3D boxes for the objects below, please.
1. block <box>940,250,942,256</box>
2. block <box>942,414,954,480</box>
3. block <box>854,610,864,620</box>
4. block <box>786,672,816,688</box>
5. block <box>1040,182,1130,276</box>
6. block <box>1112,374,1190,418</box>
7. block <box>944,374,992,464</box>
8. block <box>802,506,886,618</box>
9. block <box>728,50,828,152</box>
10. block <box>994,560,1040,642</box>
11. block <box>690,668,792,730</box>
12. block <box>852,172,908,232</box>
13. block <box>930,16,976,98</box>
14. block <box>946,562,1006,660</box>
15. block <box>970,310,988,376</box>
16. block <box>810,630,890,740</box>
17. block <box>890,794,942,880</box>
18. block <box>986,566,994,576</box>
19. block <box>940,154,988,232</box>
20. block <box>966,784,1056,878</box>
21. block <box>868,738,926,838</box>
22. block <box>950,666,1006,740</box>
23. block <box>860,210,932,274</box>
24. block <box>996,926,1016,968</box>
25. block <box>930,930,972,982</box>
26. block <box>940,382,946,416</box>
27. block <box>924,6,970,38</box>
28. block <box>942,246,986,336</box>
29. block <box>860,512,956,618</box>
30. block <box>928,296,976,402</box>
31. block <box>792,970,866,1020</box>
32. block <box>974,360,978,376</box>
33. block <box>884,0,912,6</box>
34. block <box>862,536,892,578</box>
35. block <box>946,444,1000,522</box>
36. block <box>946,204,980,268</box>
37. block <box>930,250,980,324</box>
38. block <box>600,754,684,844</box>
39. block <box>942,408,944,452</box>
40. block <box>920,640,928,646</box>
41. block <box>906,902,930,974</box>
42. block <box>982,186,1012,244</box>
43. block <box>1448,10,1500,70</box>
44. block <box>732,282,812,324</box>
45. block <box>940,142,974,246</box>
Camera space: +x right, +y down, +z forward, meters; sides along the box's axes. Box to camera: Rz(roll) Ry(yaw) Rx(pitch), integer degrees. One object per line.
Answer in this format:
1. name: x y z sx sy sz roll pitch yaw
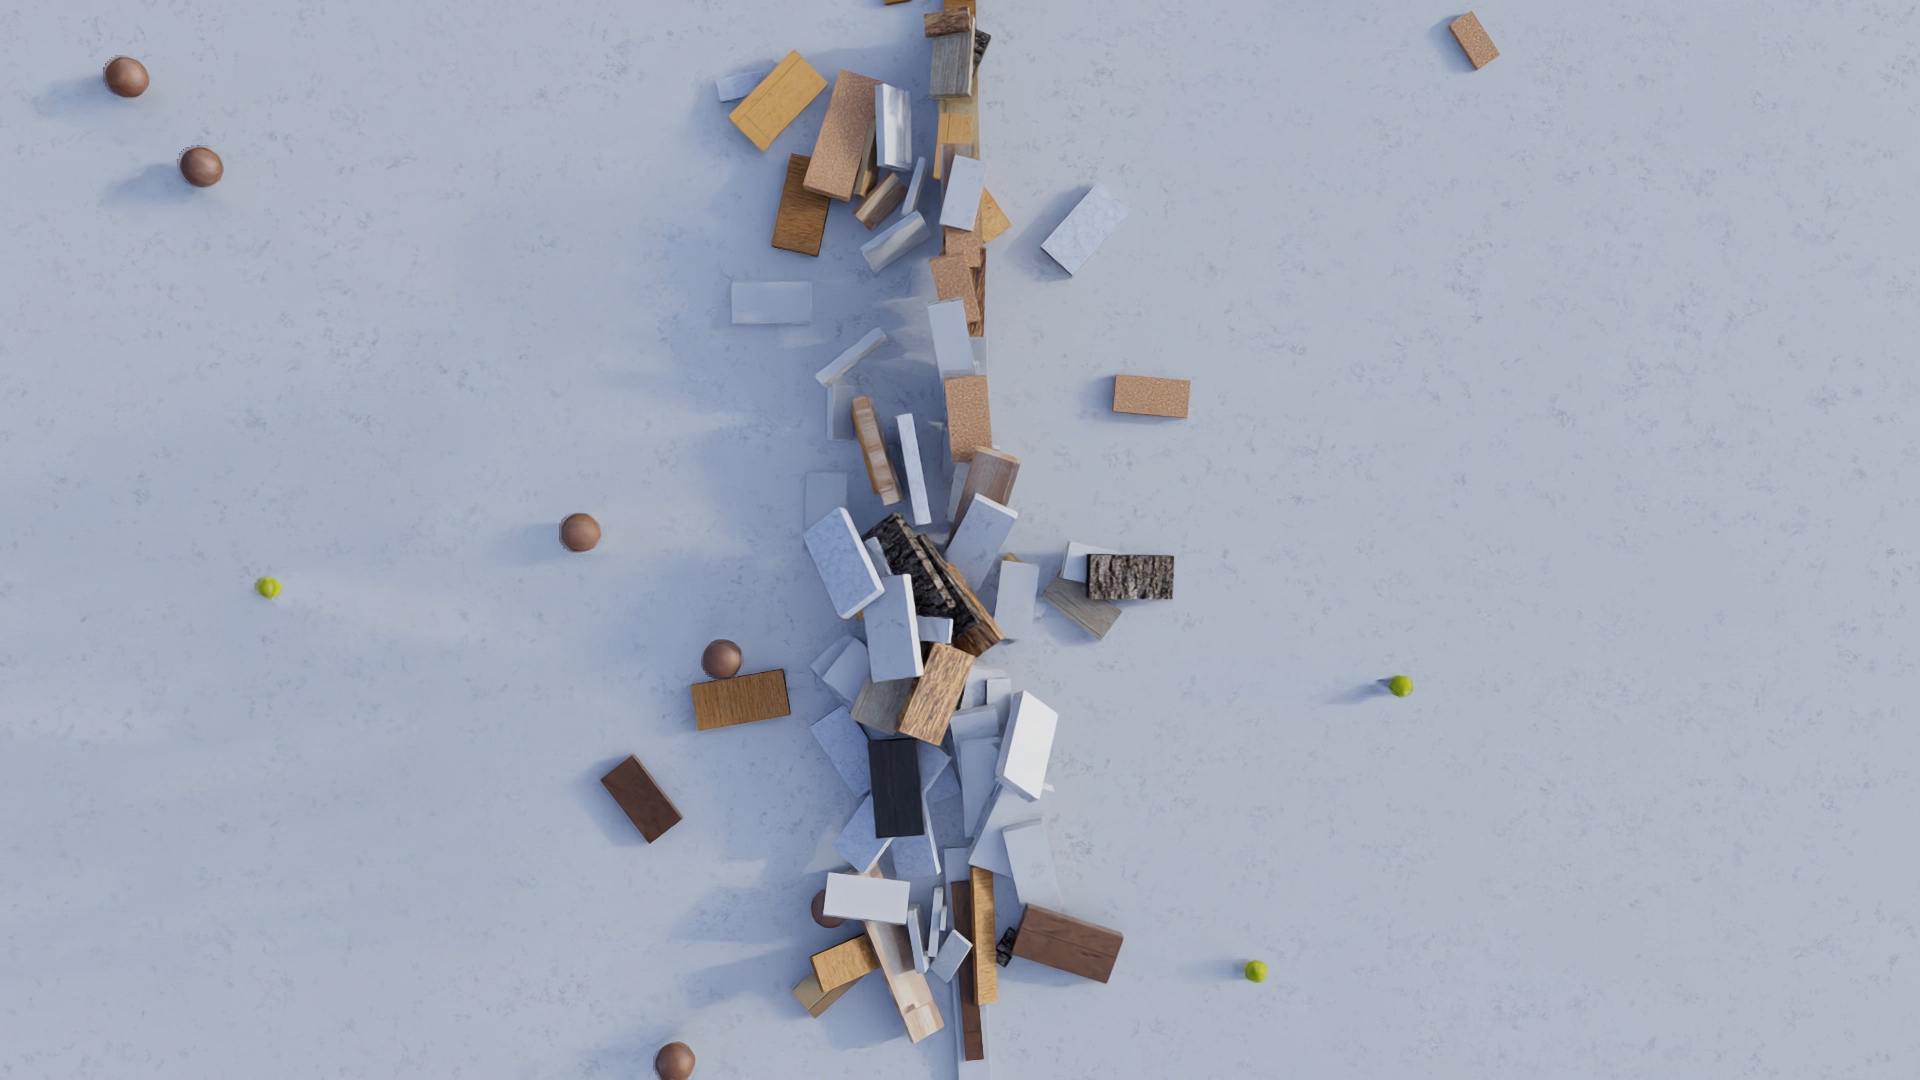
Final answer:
1. block: 0.005 -0.800 5.372 0.141 0.040 0.282 0 117 0
2. block: 0.015 -0.325 5.423 0.136 0.039 0.272 2 115 -2
3. block: -0.270 0.203 5.463 0.171 0.024 0.086 -15 80 12
4. block: -0.530 0.467 5.493 0.097 0.014 0.049 -4 90 0
5. block: 0.416 -1.032 5.480 0.144 0.041 0.288 42 90 0
6. block: 0.636 -0.478 5.483 0.247 0.035 0.123 5 90 0
7. block: 0.028 -0.391 5.330 0.136 0.039 0.272 -5 102 -2
8. block: -0.379 0.073 5.347 0.163 0.046 0.327 -36 64 20
9. block: -0.602 -1.455 5.466 0.156 0.044 0.311 44 90 -9
10. block: 0.184 0.201 5.466 0.126 0.036 0.252 8 90 0
11. block: -0.727 0.530 5.478 0.307 0.043 0.153 -10 90 0
12. block: -0.262 -1.120 5.460 0.186 0.026 0.093 -48 130 0
13. block: -0.024 -1.570 5.365 0.131 0.037 0.261 2 83 16
14. block: -0.003 0.240 5.417 0.152 0.043 0.304 -38 85 25
15. block: 0.018 -0.618 5.418 0.141 0.040 0.282 0 117 0
16. block: -0.316 0.485 5.453 0.172 0.049 0.344 -43 84 -4
17. block: -0.163 0.973 5.456 0.142 0.040 0.284 -11 91 18
18. block: 0.066 0.109 5.493 0.093 0.013 0.046 -28 90 0
19. block: 0.012 -1.090 5.187 0.108 0.031 0.216 13 98 0
20. block: 0.165 0.934 5.413 0.168 0.048 0.337 20 106 -13
21. block: -0.206 0.803 5.343 0.157 0.044 0.313 -5 94 3
22. block: 0.060 0.544 5.442 0.126 0.036 0.252 10 102 -15
23. block: -0.212 -0.985 5.443 0.227 0.113 0.032 -34 60 0
24. block: 0.157 1.356 5.491 0.060 0.017 0.121 32 90 0
25. block: -0.030 1.375 5.451 0.080 0.023 0.159 37 109 22
26. block: -0.015 -0.505 5.390 0.095 0.027 0.189 -6 107 2
27. block: -0.041 -1.680 5.355 0.149 0.021 0.074 -6 81 15
28. block: 0.010 -0.798 5.300 0.141 0.040 0.282 2 104 0
29. block: -0.181 0.110 5.361 0.180 0.051 0.360 -35 81 26
30. block: -0.021 -0.610 5.294 0.113 0.032 0.333 -9 118 3
31. block: -0.430 1.463 5.483 0.241 0.034 0.121 -41 90 0
32. block: 0.005 -0.501 5.440 0.094 0.027 0.189 4 118 -2
33. block: -0.219 -1.878 5.487 0.090 0.026 0.181 -9 90 0
34. block: -0.278 0.075 5.363 0.078 0.022 0.156 -25 86 27
35. block: 0.042 -0.185 5.432 0.136 0.039 0.272 8 109 -5
36. block: 0.010 -0.972 5.232 0.108 0.031 0.216 0 88 0
37. block: -0.015 -0.794 5.232 0.113 0.032 0.227 -13 119 5
38. block: -1.057 0.860 5.481 0.135 0.038 0.269 -38 90 0
39. block: -0.013 -0.369 5.459 0.095 0.027 0.189 0 107 0
40. block: -0.106 0.395 5.450 0.252 0.036 0.126 44 100 -10
41. block: -0.137 1.314 5.446 0.029 0.104 0.208 -10 90 10
42. block: 0.067 -1.102 5.485 0.106 0.030 0.212 -35 90 0
43. block: 1.710 -1.662 5.488 0.087 0.025 0.175 -33 90 0
44. block: -0.626 -0.788 5.481 0.263 0.037 0.131 -1 90 0
45. block: -0.006 -1.006 5.307 0.108 0.031 0.538 -1 117 0
